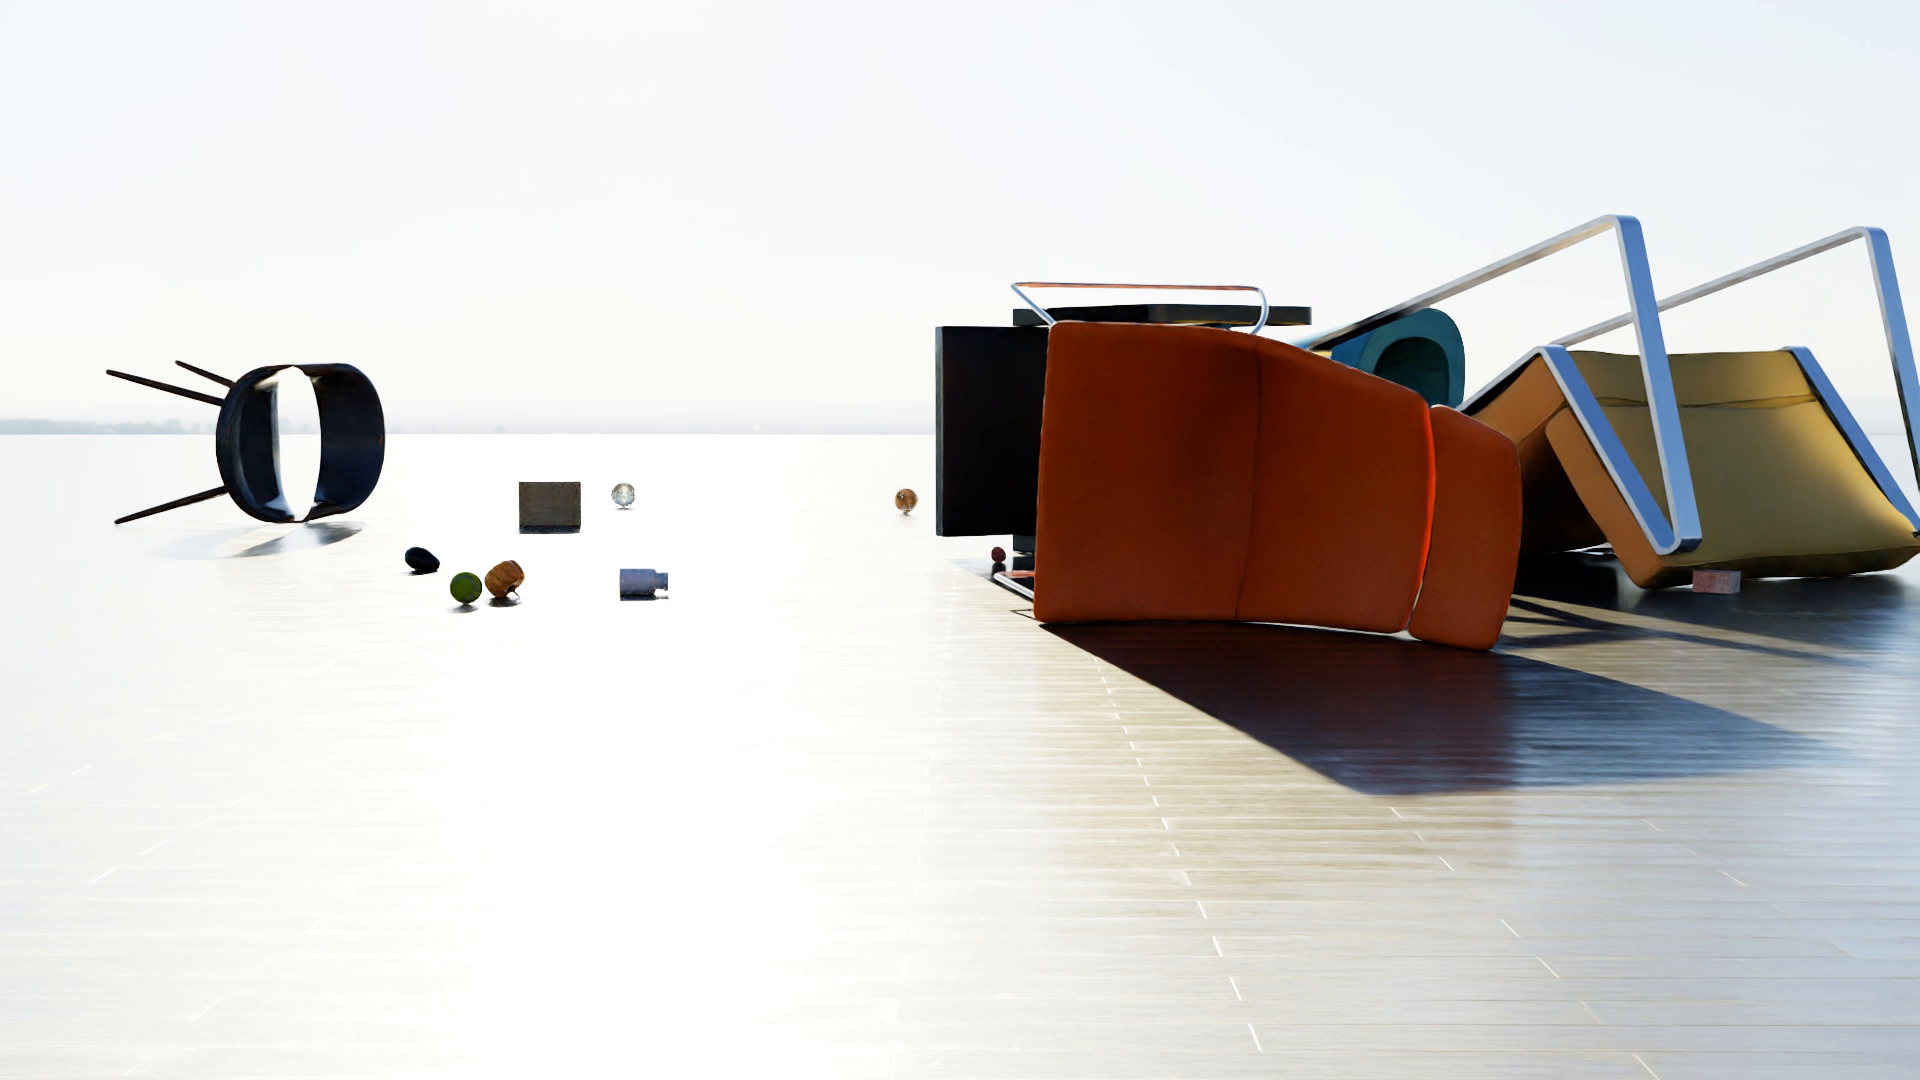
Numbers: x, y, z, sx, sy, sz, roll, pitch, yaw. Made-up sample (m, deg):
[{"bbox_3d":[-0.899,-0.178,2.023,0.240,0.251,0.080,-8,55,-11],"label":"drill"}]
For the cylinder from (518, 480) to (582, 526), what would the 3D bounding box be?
[{"bbox_3d":[-1.350,-0.121,7.239,0.208,0.147,0.083,0,4,-3],"label":"cylinder"}]

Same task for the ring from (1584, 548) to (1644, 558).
[{"bbox_3d":[1.751,0.034,5.885,0.156,0.024,0.088,1,3,17],"label":"ring"}]

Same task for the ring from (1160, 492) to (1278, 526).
[{"bbox_3d":[0.872,-0.104,7.396,0.374,0.092,0.429,-3,6,-32],"label":"ring"}]

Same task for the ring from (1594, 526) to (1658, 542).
[{"bbox_3d":[1.968,-0.018,6.492,0.184,0.044,0.132,0,3,16],"label":"ring"}]

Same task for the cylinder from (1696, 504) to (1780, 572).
[{"bbox_3d":[1.942,-0.008,5.481,0.185,0.152,0.180,33,17,21],"label":"cylinder"}]

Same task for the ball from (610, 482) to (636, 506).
[{"bbox_3d":[-1.280,-0.175,8.376,0.098,0.098,0.098,0,4,0],"label":"ball"}]

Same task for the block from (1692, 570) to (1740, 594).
[{"bbox_3d":[1.677,0.092,4.876,0.083,0.046,0.063,3,5,37],"label":"block"}]
